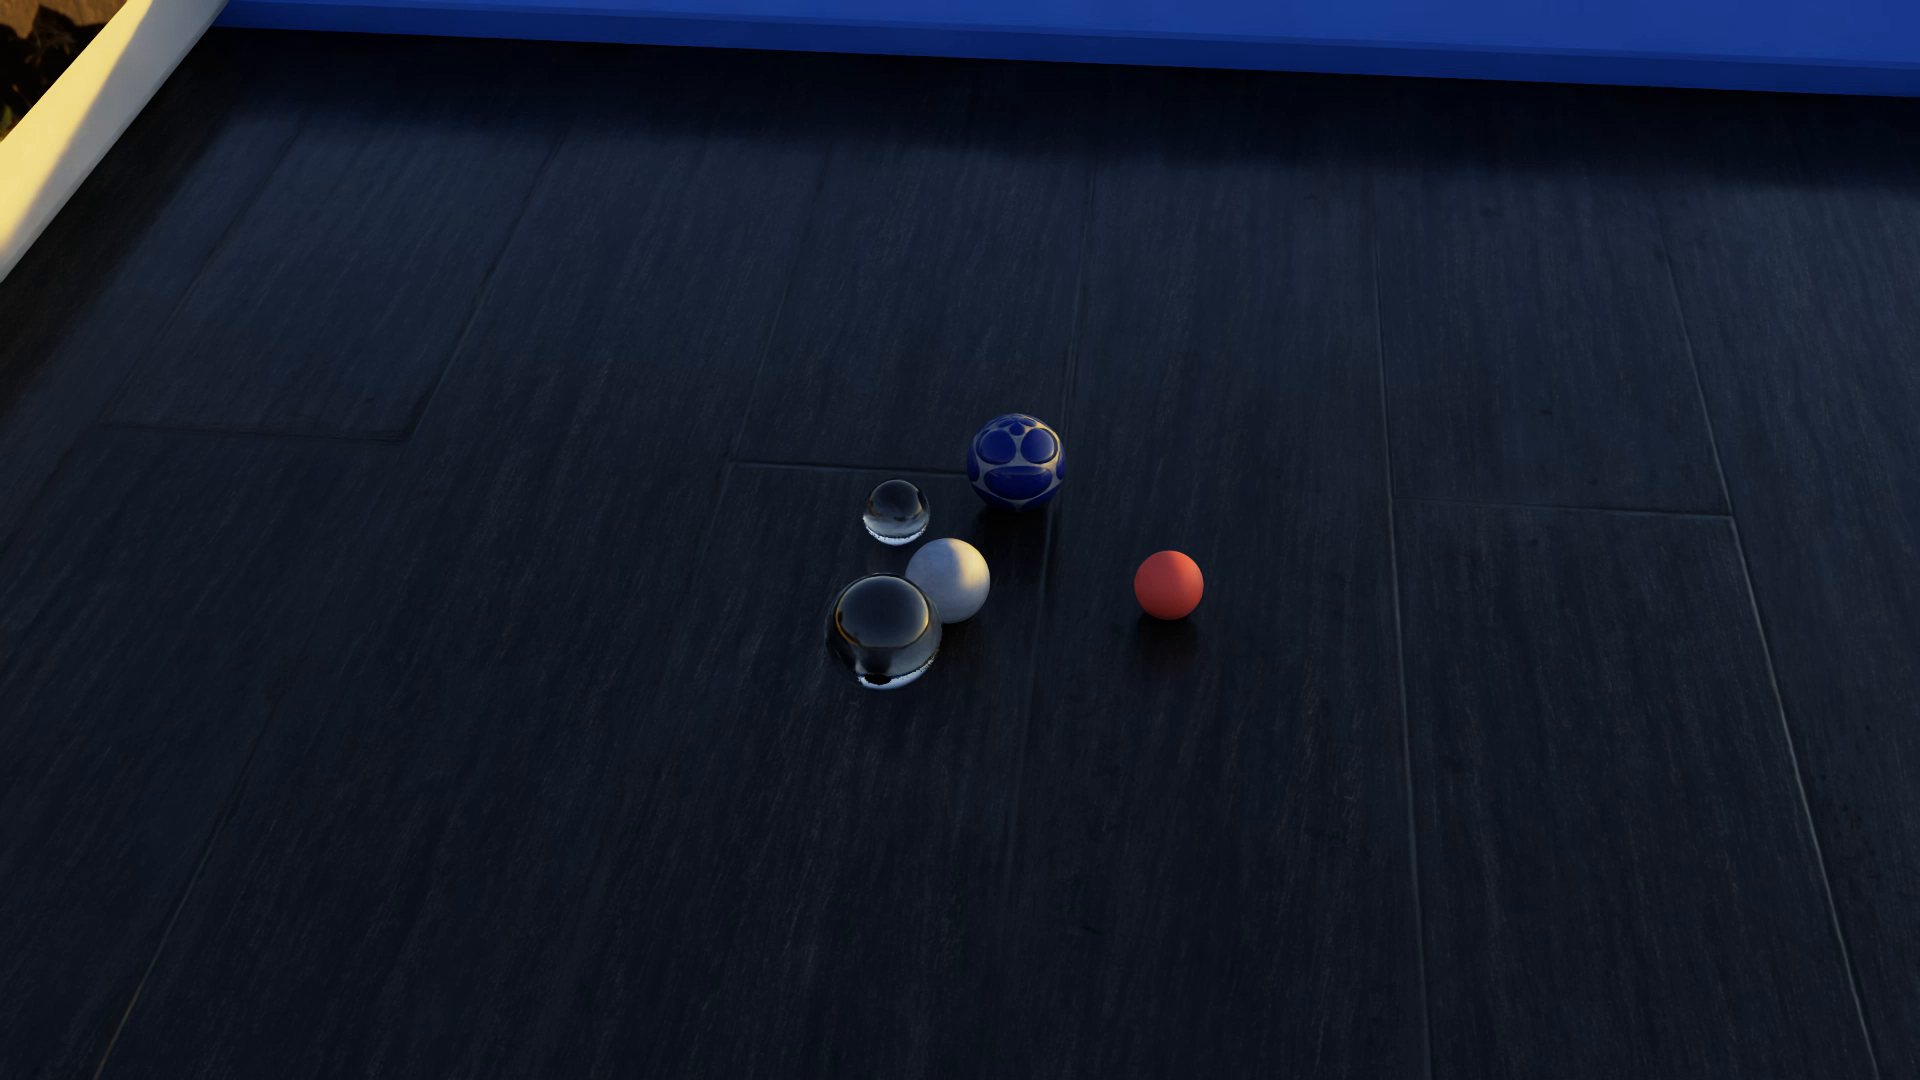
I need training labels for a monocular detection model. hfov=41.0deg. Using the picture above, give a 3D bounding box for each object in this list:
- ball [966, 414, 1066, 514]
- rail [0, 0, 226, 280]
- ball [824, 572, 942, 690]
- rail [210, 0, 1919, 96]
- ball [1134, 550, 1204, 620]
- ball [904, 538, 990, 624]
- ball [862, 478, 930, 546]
[{"bbox_3d":[0.041,-0.056,1.885,0.074,0.074,0.074,0,35,0],"label":"ball"},{"bbox_3d":[-0.826,-0.064,1.869,0.045,0.102,1.742,3,35,5],"label":"rail"},{"bbox_3d":[-0.051,0.061,1.714,0.079,0.079,0.079,0,35,0],"label":"ball"},{"bbox_3d":[0.933,-0.456,2.423,3.414,0.102,0.045,3,35,5],"label":"rail"},{"bbox_3d":[0.145,0.031,1.782,0.048,0.048,0.048,0,35,0],"label":"ball"},{"bbox_3d":[-0.009,0.028,1.777,0.060,0.060,0.060,0,35,0],"label":"ball"},{"bbox_3d":[-0.046,-0.020,1.855,0.049,0.049,0.049,0,35,0],"label":"ball"}]
